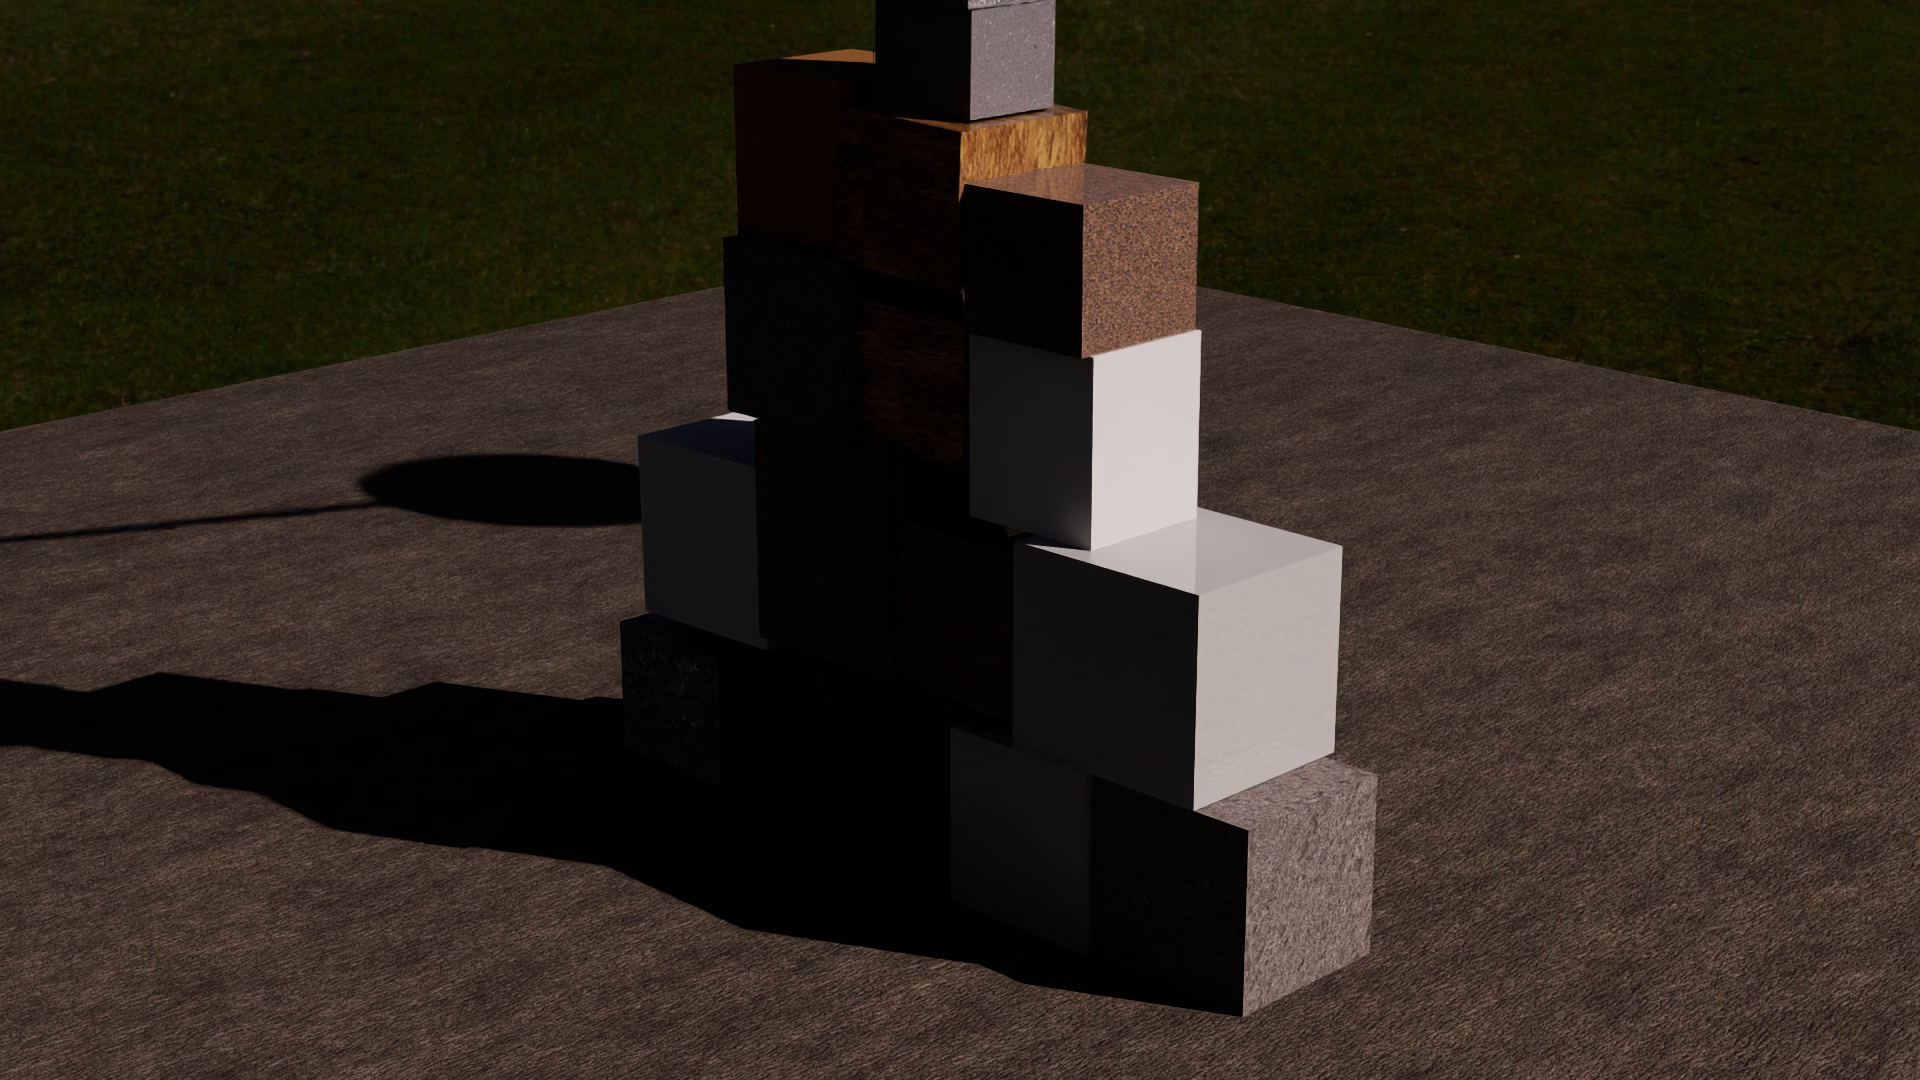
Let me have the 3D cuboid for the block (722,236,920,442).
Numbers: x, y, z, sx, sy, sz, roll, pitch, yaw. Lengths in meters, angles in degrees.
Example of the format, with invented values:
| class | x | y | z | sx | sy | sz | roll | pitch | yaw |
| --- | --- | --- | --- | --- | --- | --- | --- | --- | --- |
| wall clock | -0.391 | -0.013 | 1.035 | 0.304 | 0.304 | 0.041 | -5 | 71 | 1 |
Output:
| class | x | y | z | sx | sy | sz | roll | pitch | yaw |
| --- | --- | --- | --- | --- | --- | --- | --- | --- | --- |
| block | -0.511 | -1.001 | 13.557 | 0.834 | 0.815 | 0.787 | -17 | 24 | -42 |

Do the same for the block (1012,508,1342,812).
| class | x | y | z | sx | sy | sz | roll | pitch | yaw |
| --- | --- | --- | --- | --- | --- | --- | --- | --- | --- |
| block | 0.921 | 0.459 | 12.540 | 0.929 | 0.933 | 1.031 | -17 | 24 | -42 |

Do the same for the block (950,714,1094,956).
| class | x | y | z | sx | sy | sz | roll | pitch | yaw |
| --- | --- | --- | --- | --- | --- | --- | --- | --- | --- |
| block | 0.575 | 1.208 | 13.106 | 0.934 | 0.835 | 0.811 | -17 | 24 | -42 |

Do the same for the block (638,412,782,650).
| class | x | y | z | sx | sy | sz | roll | pitch | yaw |
| --- | --- | --- | --- | --- | --- | --- | --- | --- | --- |
| block | -0.953 | -0.076 | 14.333 | 0.811 | 0.892 | 0.908 | -17 | 23 | -42 |

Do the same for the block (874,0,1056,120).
| class | x | y | z | sx | sy | sz | roll | pitch | yaw |
| --- | --- | --- | --- | --- | --- | --- | --- | --- | --- |
| block | 0.020 | -2.113 | 12.672 | 0.514 | 0.468 | 0.585 | -17 | 25 | -42 |

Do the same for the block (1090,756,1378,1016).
| class | x | y | z | sx | sy | sz | roll | pitch | yaw |
| --- | --- | --- | --- | --- | --- | --- | --- | --- | --- |
| block | 1.166 | 1.390 | 12.536 | 0.853 | 0.831 | 0.850 | -17 | 24 | -42 |

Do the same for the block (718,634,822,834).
| class | x | y | z | sx | sy | sz | roll | pitch | yaw |
| --- | --- | --- | --- | --- | --- | --- | --- | --- | --- |
| block | -0.635 | 0.851 | 14.252 | 0.714 | 0.831 | 0.808 | -17 | 24 | -42 |

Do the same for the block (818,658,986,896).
| class | x | y | z | sx | sy | sz | roll | pitch | yaw |
| --- | --- | --- | --- | --- | --- | --- | --- | --- | --- |
| block | -0.020 | 0.982 | 13.675 | 0.916 | 0.927 | 0.874 | -17 | 24 | -42 |

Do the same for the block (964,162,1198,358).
| class | x | y | z | sx | sy | sz | roll | pitch | yaw |
| --- | --- | --- | --- | --- | --- | --- | --- | --- | --- |
| block | 0.511 | -1.195 | 12.405 | 0.715 | 0.638 | 0.680 | -17 | 24 | -42 |

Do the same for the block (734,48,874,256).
| class | x | y | z | sx | sy | sz | roll | pitch | yaw |
| --- | --- | --- | --- | --- | --- | --- | --- | --- | --- |
| block | -0.515 | -1.773 | 13.346 | 0.722 | 0.784 | 0.706 | -17 | 24 | -42 |

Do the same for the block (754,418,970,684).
| class | x | y | z | sx | sy | sz | roll | pitch | yaw |
| --- | --- | --- | --- | --- | --- | --- | --- | --- | --- |
| block | -0.296 | -0.054 | 13.660 | 0.929 | 1.058 | 0.909 | -17 | 24 | -42 |

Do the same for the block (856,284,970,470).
| class | x | y | z | sx | sy | sz | roll | pitch | yaw |
| --- | --- | --- | --- | --- | --- | --- | --- | --- | --- |
| block | 0.014 | -0.762 | 13.068 | 0.675 | 0.643 | 0.679 | -17 | 25 | -42 |

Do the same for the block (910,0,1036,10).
| class | x | y | z | sx | sy | sz | roll | pitch | yaw |
| --- | --- | --- | --- | --- | --- | --- | --- | --- | --- |
| block | 0.032 | -2.601 | 12.520 | 0.584 | 0.553 | 0.601 | -17 | 25 | -42 |

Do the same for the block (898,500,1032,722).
| class | x | y | z | sx | sy | sz | roll | pitch | yaw |
| --- | --- | --- | --- | --- | --- | --- | --- | --- | --- |
| block | 0.274 | 0.268 | 13.124 | 0.816 | 0.766 | 0.731 | -17 | 24 | -42 |

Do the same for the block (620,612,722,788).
| class | x | y | z | sx | sy | sz | roll | pitch | yaw |
| --- | --- | --- | --- | --- | --- | --- | --- | --- | --- |
| block | -1.184 | 0.744 | 14.843 | 0.705 | 0.680 | 0.792 | -17 | 24 | -42 |

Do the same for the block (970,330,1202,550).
| class | x | y | z | sx | sy | sz | roll | pitch | yaw |
| --- | --- | --- | --- | --- | --- | --- | --- | --- | --- |
| block | 0.535 | -0.499 | 12.646 | 0.679 | 0.833 | 0.720 | -17 | 24 | -42 |

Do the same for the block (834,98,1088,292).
| class | x | y | z | sx | sy | sz | roll | pitch | yaw |
| --- | --- | --- | --- | --- | --- | --- | --- | --- | --- |
| block | 0.001 | -1.550 | 12.834 | 0.777 | 0.688 | 0.759 | -17 | 26 | -42 |
